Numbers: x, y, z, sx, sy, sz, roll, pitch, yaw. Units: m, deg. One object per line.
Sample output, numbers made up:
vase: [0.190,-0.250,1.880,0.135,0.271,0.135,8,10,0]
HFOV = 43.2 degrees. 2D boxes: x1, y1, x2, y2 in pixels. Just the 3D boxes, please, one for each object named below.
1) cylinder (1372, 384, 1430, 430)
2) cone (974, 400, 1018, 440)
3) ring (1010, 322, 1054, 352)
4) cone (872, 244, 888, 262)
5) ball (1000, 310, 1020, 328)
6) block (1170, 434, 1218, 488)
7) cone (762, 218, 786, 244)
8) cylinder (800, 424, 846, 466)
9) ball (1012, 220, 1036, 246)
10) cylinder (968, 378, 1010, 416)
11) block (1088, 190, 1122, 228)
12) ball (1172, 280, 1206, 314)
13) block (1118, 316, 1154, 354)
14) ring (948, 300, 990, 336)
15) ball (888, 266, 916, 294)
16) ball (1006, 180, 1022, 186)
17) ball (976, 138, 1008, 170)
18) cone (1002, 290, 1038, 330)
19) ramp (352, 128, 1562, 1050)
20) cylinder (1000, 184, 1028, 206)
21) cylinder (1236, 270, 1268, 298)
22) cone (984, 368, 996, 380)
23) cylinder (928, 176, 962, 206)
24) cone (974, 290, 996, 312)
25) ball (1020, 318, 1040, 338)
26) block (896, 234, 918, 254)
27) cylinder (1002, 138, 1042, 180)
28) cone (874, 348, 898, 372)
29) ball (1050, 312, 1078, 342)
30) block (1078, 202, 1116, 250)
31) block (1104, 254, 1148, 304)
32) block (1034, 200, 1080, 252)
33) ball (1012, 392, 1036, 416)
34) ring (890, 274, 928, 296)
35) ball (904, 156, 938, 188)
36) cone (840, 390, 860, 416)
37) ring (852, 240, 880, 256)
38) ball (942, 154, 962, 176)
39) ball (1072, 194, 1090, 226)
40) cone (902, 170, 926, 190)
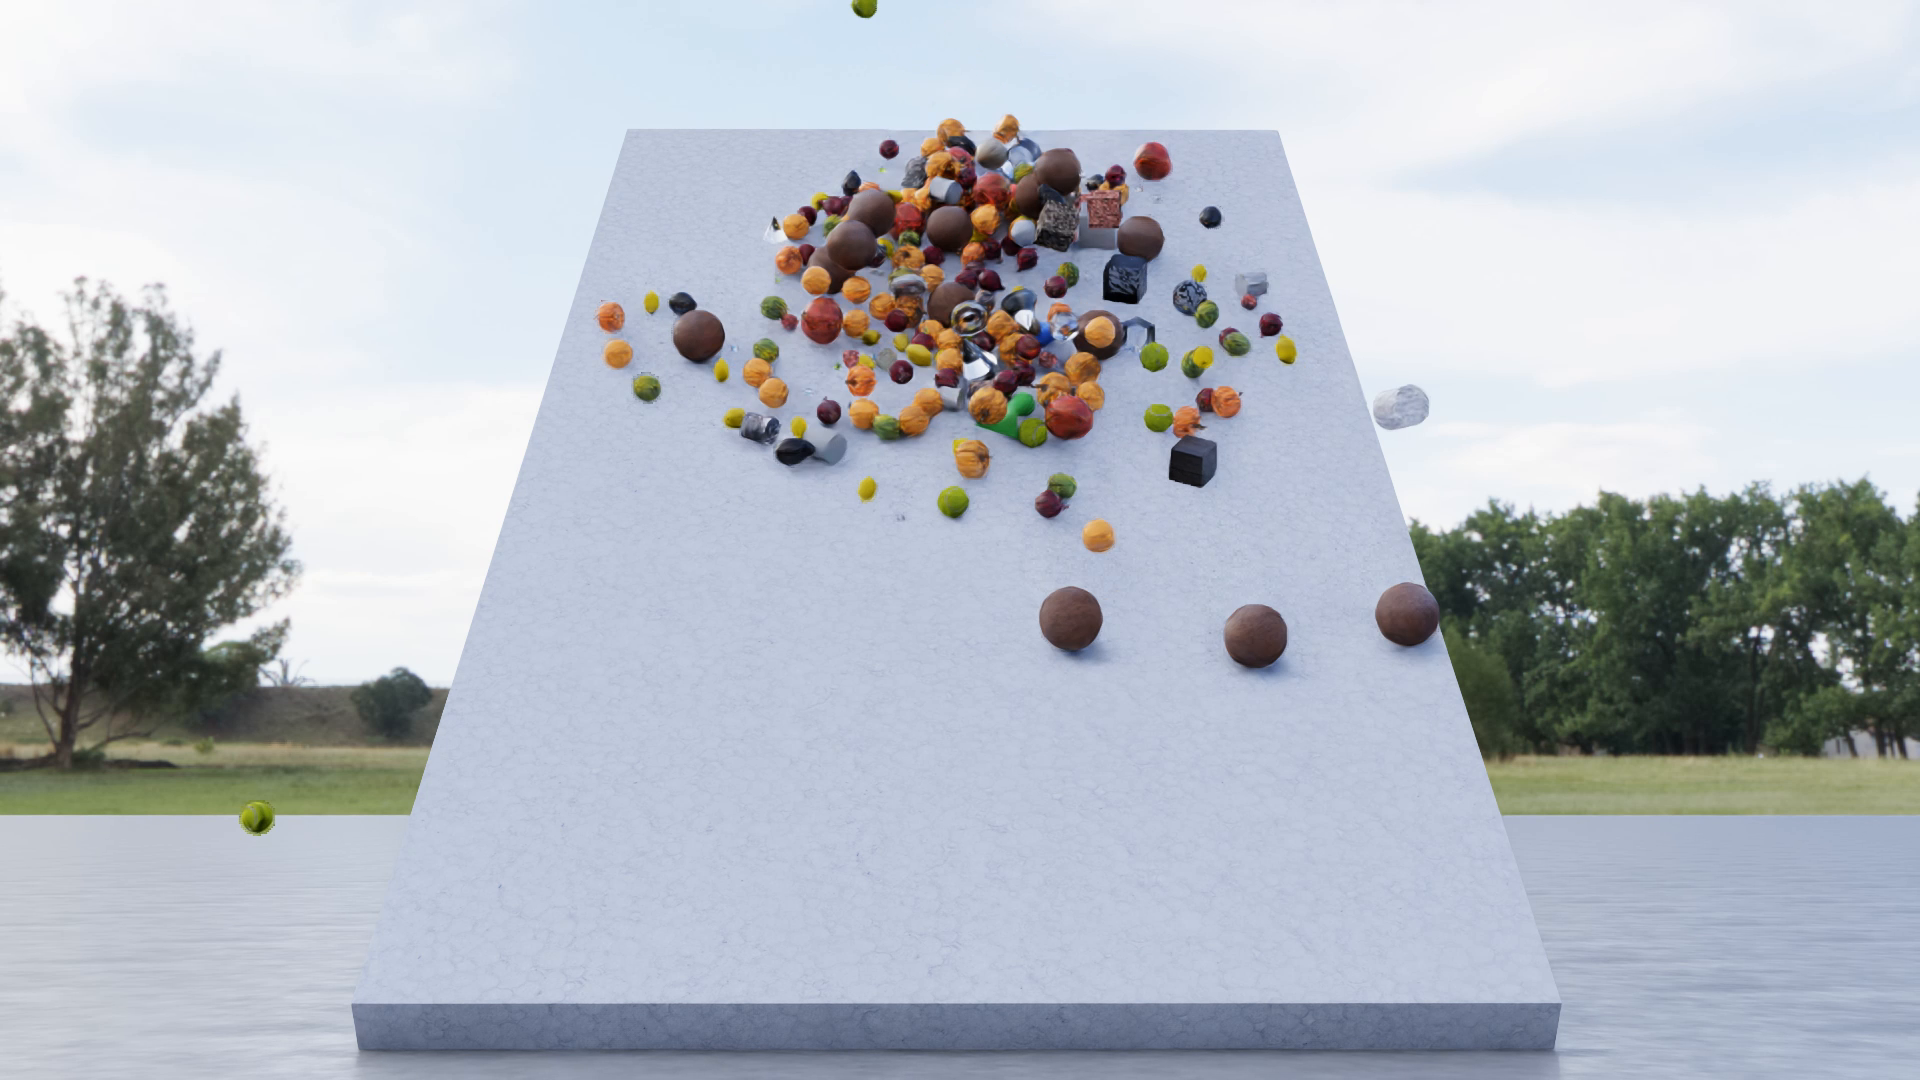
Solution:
cylinder: [1.006,-0.302,5.528,0.094,0.094,0.094,2,-5,-21]
cone: [0.082,-0.277,5.688,0.097,0.097,0.097,-8,-6,-2]
ring: [0.187,-0.512,6.103,0.126,0.042,0.126,-18,20,7]
cone: [-0.235,-0.790,6.564,0.054,0.054,0.054,-5,-27,39]
ball: [0.137,-0.579,6.223,0.066,0.066,0.066,0,-6,0]
block: [0.533,-0.180,5.532,0.081,0.081,0.081,16,34,25]
cone: [-0.513,-0.866,6.698,0.067,0.067,0.067,1,37,-1]
cylinder: [-0.315,-0.220,5.597,0.076,0.076,0.076,23,7,32]
ball: [0.168,-0.802,6.333,0.068,0.068,0.068,0,-6,0]
cylinder: [0.070,-0.344,5.806,0.080,0.080,0.080,-12,-3,-17]
block: [0.363,-0.830,6.064,0.075,0.075,0.075,1,25,11]
ball: [0.596,-0.629,6.287,0.090,0.090,0.090,0,-6,0]
block: [0.446,-0.517,6.121,0.064,0.064,0.064,-23,37,-34]
ring: [0.022,-0.547,5.990,0.107,0.036,0.107,-10,-41,-9]
ball: [-0.150,-0.680,6.378,0.080,0.080,0.080,0,-6,0]
ball: [0.154,-1.009,6.965,0.054,0.054,0.054,0,-6,0]
ball: [0.090,-1.101,6.909,0.091,0.091,0.091,0,-6,0]
cone: [0.156,-0.546,5.902,0.093,0.093,0.093,-12,-32,-8]
ramp: [-0.014,-0.206,5.750,2.000,0.100,4.000,0,30,0]
cylinder: [0.153,-0.977,6.858,0.058,0.058,0.058,13,0,26]
cylinder: [0.767,-0.673,6.371,0.063,0.063,0.063,-9,-3,-20]
cone: [0.075,-0.398,5.923,0.057,0.057,0.057,0,31,0]
cylinder: [-0.041,-0.962,6.675,0.066,0.066,0.066,23,9,38]
cone: [0.047,-0.586,6.019,0.060,0.060,0.060,-5,17,37]
ball: [0.174,-0.528,6.034,0.054,0.054,0.054,0,-6,0]
block: [-0.147,-0.805,6.662,0.059,0.059,0.059,1,-5,-2]
cylinder: [0.181,-1.119,7.113,0.093,0.093,0.093,-4,26,31]
cone: [-0.196,-0.444,6.028,0.061,0.061,0.061,5,-6,-38]
ball: [0.257,-0.526,5.973,0.073,0.073,0.073,0,-6,0]
block: [0.380,-0.867,6.683,0.097,0.097,0.097,3,31,4]
block: [0.436,-0.687,6.380,0.094,0.094,0.094,10,32,16]
block: [0.246,-0.797,6.153,0.086,0.086,0.086,15,-22,-9]
ball: [0.151,-0.324,5.796,0.058,0.058,0.058,0,-6,0]
ring: [-0.130,-0.646,6.153,0.093,0.031,0.093,-3,-18,-1]
ball: [-0.113,-1.052,6.952,0.095,0.095,0.095,0,-6,0]
cone: [-0.266,-0.317,5.838,0.092,0.092,0.092,3,-2,0]
ring: [-0.247,-0.765,6.360,0.077,0.026,0.077,5,27,-2]
ball: [-0.022,-1.100,7.112,0.061,0.061,0.061,0,-6,0]
ball: [0.361,-0.919,6.770,0.098,0.098,0.098,0,-6,0]
cone: [-0.120,-1.012,6.905,0.065,0.065,0.065,-7,-30,46]
